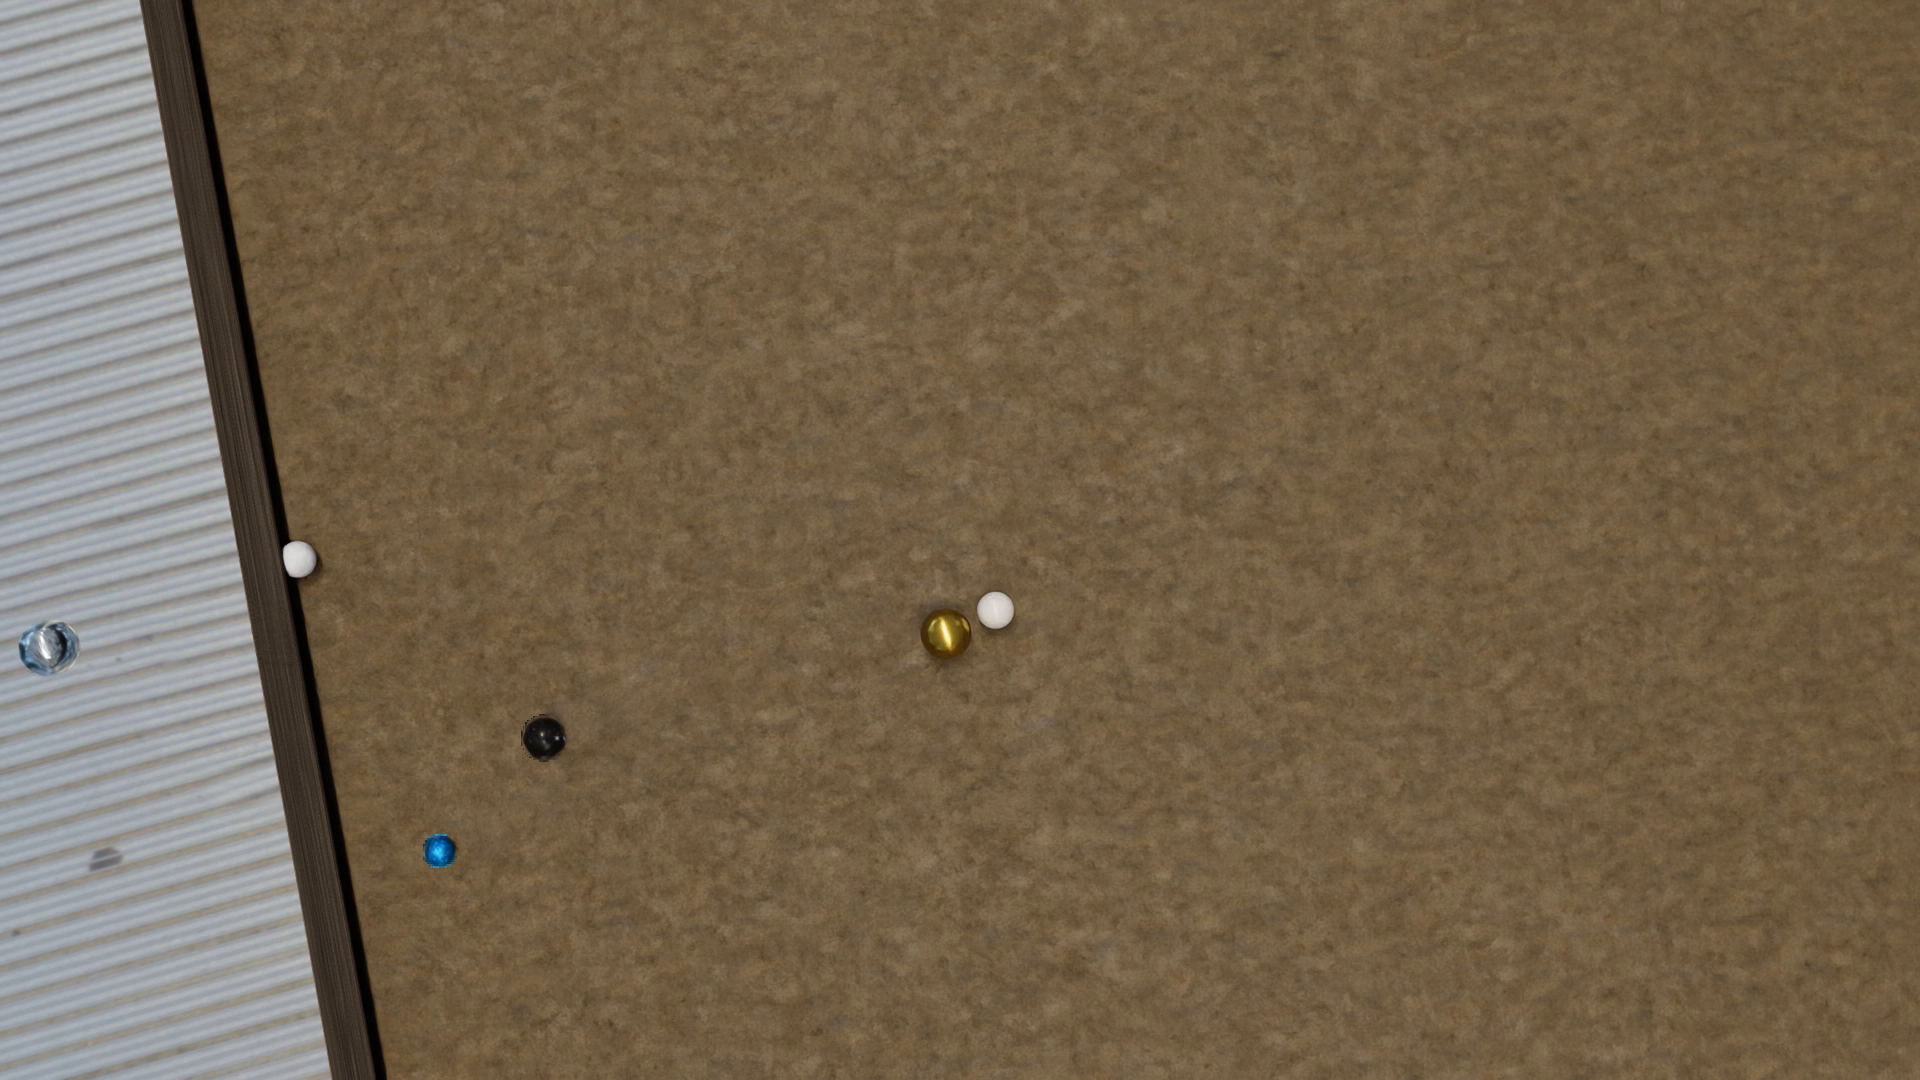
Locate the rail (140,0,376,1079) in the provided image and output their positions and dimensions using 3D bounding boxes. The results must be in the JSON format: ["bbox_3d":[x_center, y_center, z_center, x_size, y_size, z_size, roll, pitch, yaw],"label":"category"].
[{"bbox_3d":[-0.979,0.206,3.208,0.045,0.114,2.387,-12,84,-1],"label":"rail"}]

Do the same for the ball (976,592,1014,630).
[{"bbox_3d":[0.053,0.104,3.250,0.055,0.055,0.055,0,83,0],"label":"ball"}]

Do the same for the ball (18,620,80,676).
[{"bbox_3d":[-1.396,0.165,3.372,0.088,0.088,0.088,0,83,0],"label":"ball"}]

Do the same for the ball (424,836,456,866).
[{"bbox_3d":[-0.760,0.456,3.216,0.043,0.043,0.043,0,83,0],"label":"ball"}]

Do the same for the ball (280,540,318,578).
[{"bbox_3d":[-0.981,0.029,3.259,0.055,0.055,0.055,0,83,0],"label":"ball"}]

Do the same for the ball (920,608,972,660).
[{"bbox_3d":[-0.020,0.138,3.236,0.076,0.076,0.076,0,83,0],"label":"ball"}]

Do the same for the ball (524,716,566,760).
[{"bbox_3d":[-0.609,0.291,3.225,0.062,0.062,0.062,0,83,0],"label":"ball"}]
